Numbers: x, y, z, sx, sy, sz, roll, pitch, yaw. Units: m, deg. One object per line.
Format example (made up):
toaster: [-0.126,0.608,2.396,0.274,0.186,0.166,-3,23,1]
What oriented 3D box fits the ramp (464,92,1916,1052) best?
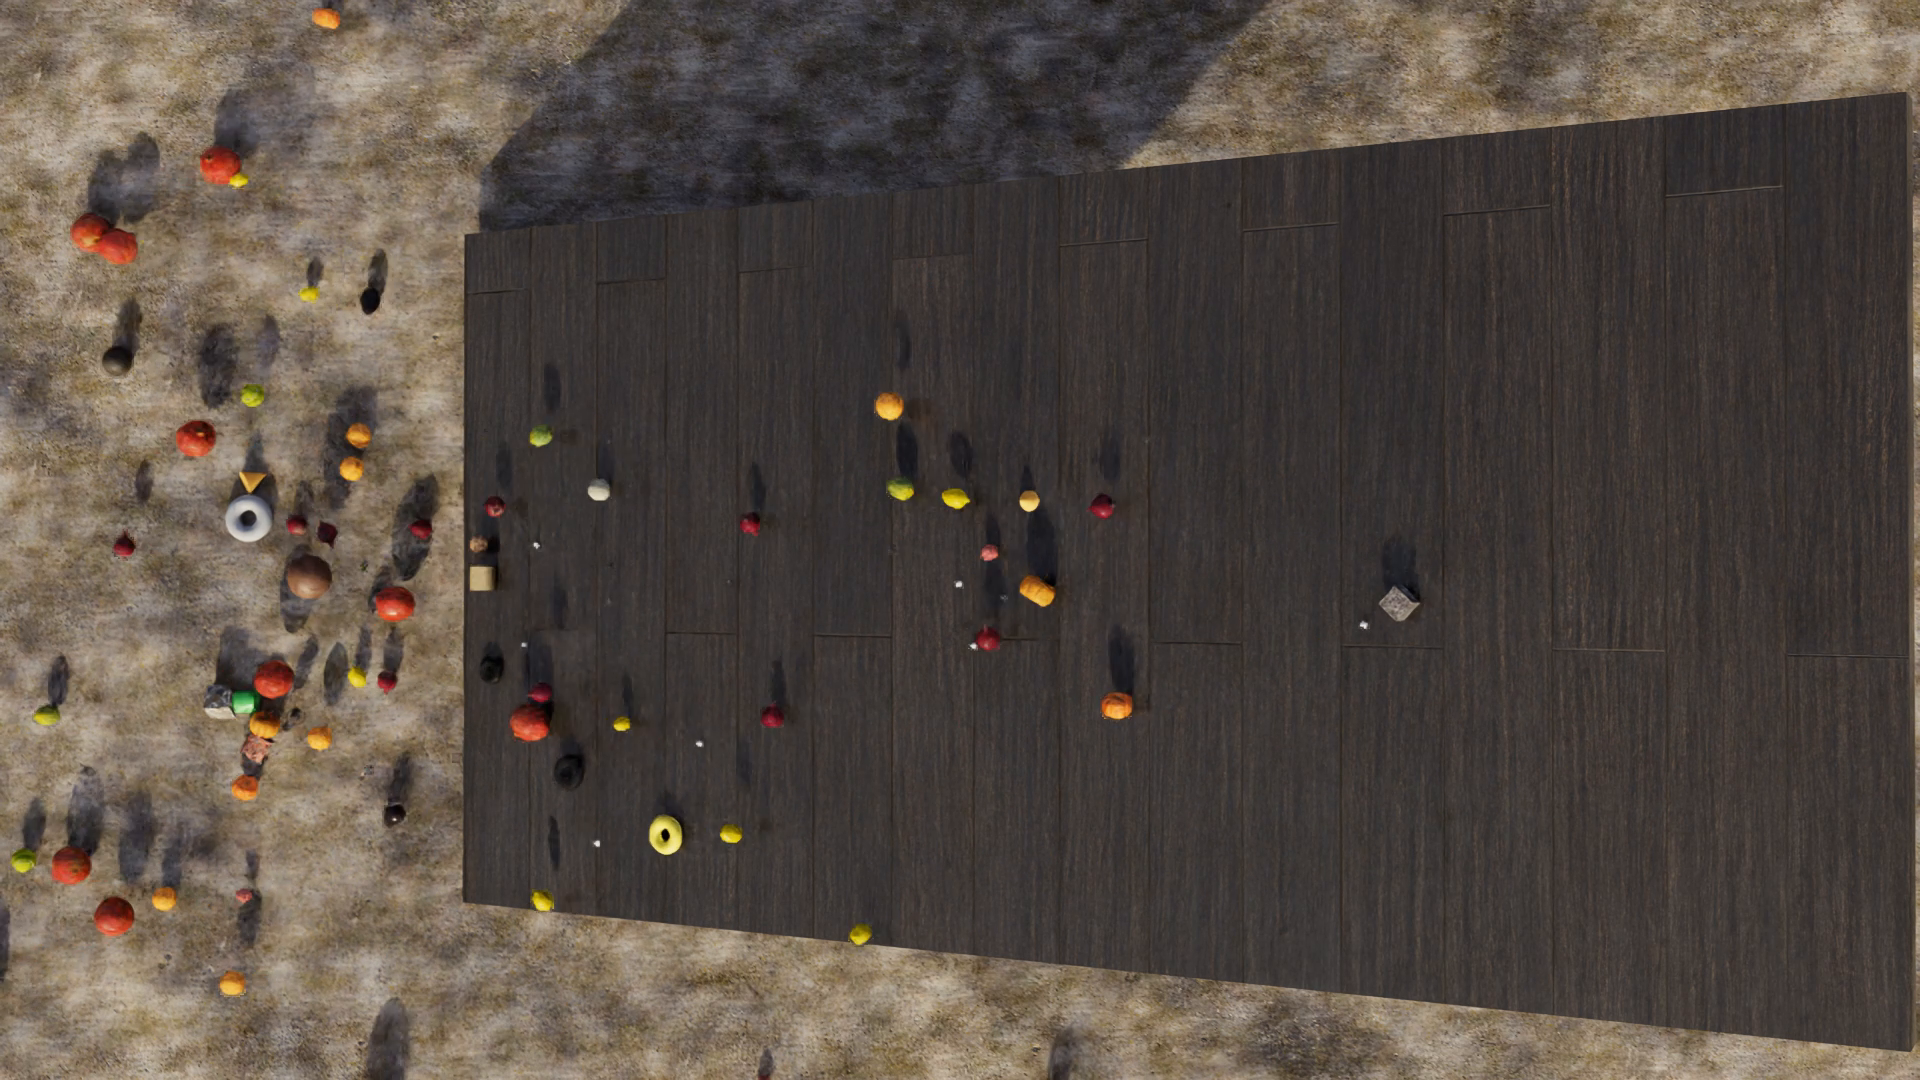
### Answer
ramp: [0.269,0.074,5.625,4.000,0.100,2.000,0,89,30]

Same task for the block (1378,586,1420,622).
block: [1.019,0.146,5.099,0.058,0.058,0.058,47,111,22]

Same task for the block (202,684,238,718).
block: [-2.224,0.486,6.615,0.076,0.076,0.076,-1,62,-2]

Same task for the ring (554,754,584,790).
ring: [-1.130,0.671,6.353,0.102,0.034,0.102,-1,87,30]

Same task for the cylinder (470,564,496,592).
cylinder: [-1.411,0.112,6.493,0.074,0.074,0.074,1,94,0]

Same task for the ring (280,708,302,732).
ring: [-2.006,0.539,6.593,0.027,0.082,0.082,36,89,-27]

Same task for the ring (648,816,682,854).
ring: [-0.826,0.828,6.174,0.110,0.037,0.110,-1,89,30]

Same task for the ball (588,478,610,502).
ball: [-1.031,-0.143,6.286,0.064,0.064,0.064,0,89,0]

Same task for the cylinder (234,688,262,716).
cylinder: [-2.153,0.487,6.635,0.065,0.065,0.065,-21,89,-30]

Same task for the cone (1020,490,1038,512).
cone: [0.163,-0.101,5.598,0.056,0.056,0.056,0,89,30]

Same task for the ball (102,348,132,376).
ball: [-2.542,-0.538,6.634,0.087,0.087,0.087,0,89,0]

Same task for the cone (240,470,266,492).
cone: [-2.130,-0.186,6.658,0.072,0.072,0.072,-19,89,-33]

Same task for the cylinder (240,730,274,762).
cylinder: [-2.120,0.621,6.630,0.070,0.070,0.070,33,91,0]

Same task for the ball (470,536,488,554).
ball: [-1.426,0.013,6.519,0.055,0.055,0.055,0,89,0]

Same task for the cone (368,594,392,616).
cone: [-1.758,0.206,6.623,0.074,0.074,0.074,1,106,3]

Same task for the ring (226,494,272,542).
ring: [-2.150,-0.066,6.649,0.144,0.048,0.144,0,88,1]

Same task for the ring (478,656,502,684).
ring: [-1.390,0.386,6.511,0.083,0.028,0.083,-1,88,29]
